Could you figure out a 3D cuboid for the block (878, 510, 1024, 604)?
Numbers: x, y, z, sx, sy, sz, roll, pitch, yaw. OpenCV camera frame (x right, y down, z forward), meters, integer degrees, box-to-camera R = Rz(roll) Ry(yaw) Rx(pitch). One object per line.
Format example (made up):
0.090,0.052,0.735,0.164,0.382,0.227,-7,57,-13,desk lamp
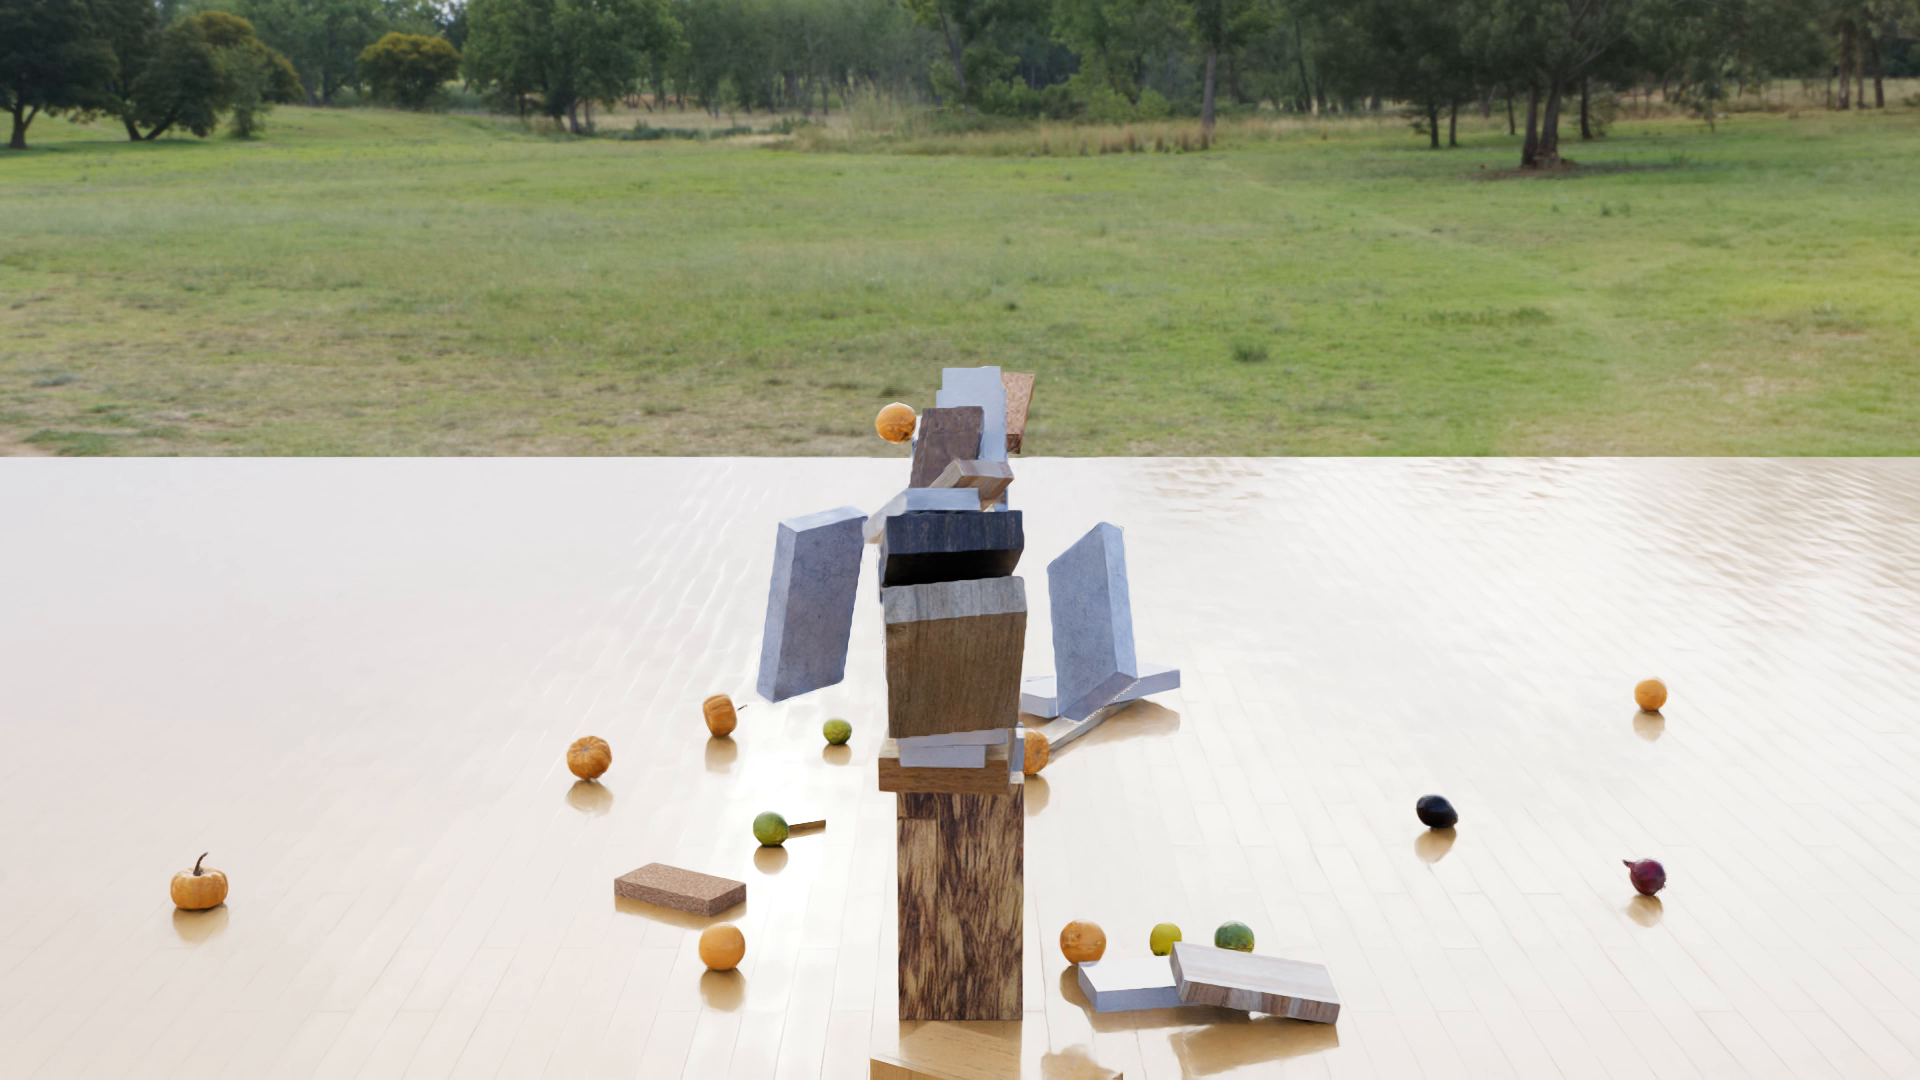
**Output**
-0.017,0.026,2.886,0.169,0.048,0.338,-3,-12,-5,block

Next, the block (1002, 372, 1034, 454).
0.062,-0.235,3.954,0.119,0.034,0.422,4,19,4,block

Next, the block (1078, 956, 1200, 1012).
0.300,0.652,3.246,0.230,0.033,0.115,-2,11,-11,block

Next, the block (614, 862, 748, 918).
-0.464,0.579,3.650,0.201,0.028,0.100,6,12,31,block

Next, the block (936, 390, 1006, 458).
0.018,-0.160,3.704,0.119,0.034,0.239,0,47,0,block

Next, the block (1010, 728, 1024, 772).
0.004,0.463,3.364,0.178,0.356,0.050,1,13,0,block

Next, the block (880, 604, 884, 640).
-0.014,0.095,2.899,0.169,0.048,0.338,-3,-5,-4,block

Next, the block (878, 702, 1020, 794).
-0.011,0.277,3.196,0.178,0.050,0.356,1,16,4,block

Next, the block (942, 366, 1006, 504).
0.022,-0.178,3.670,0.100,0.028,0.310,-1,45,-1,block

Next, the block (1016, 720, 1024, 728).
0.000,0.378,4.599,0.238,0.034,0.119,7,7,-26,block

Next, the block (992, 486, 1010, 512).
0.002,0.037,3.879,0.169,0.338,0.048,0,-6,-1,block

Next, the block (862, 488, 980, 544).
-0.054,-0.031,2.932,0.100,0.028,0.200,0,-13,-19,block

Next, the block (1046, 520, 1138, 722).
0.221,0.136,3.707,0.044,0.308,0.154,22,-44,-29,block

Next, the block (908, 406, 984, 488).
-0.021,-0.140,3.590,0.100,0.028,0.201,0,45,9,block

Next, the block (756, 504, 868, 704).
-0.240,0.104,3.564,0.154,0.308,0.044,-15,34,-43,block

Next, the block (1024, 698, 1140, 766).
0.239,0.392,4.671,0.069,0.020,0.595,3,11,26,block

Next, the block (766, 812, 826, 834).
-0.300,0.518,4.020,0.099,0.014,0.050,-5,12,-27,block

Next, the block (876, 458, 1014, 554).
-0.021,-0.038,3.072,0.100,0.028,0.200,2,-38,-43,block

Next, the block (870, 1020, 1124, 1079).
0.047,0.712,2.898,0.301,0.042,0.150,7,13,33,block

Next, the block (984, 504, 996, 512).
-0.016,-0.040,3.589,0.130,0.037,0.260,0,-1,5,block

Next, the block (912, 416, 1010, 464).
-0.001,-0.182,4.005,0.169,0.048,0.338,0,10,-1,block

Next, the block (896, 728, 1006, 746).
-0.019,0.175,3.042,0.147,0.042,0.293,-2,34,-3,block

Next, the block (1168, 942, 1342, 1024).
0.423,0.637,3.169,0.229,0.033,0.115,10,17,-6,block

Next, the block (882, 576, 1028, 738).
-0.009,0.152,2.760,0.169,0.048,0.338,-5,-29,-4,block

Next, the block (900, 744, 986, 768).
-0.020,0.262,3.094,0.115,0.033,0.229,0,16,2,block

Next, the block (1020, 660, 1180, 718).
0.296,0.326,4.861,0.374,0.044,0.154,-9,11,-35,block

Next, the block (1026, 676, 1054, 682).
0.191,0.335,4.986,0.069,0.020,0.139,-1,11,-3,block

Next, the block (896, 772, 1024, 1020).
0.001,0.508,3.131,0.178,0.356,0.050,0,13,0,block
